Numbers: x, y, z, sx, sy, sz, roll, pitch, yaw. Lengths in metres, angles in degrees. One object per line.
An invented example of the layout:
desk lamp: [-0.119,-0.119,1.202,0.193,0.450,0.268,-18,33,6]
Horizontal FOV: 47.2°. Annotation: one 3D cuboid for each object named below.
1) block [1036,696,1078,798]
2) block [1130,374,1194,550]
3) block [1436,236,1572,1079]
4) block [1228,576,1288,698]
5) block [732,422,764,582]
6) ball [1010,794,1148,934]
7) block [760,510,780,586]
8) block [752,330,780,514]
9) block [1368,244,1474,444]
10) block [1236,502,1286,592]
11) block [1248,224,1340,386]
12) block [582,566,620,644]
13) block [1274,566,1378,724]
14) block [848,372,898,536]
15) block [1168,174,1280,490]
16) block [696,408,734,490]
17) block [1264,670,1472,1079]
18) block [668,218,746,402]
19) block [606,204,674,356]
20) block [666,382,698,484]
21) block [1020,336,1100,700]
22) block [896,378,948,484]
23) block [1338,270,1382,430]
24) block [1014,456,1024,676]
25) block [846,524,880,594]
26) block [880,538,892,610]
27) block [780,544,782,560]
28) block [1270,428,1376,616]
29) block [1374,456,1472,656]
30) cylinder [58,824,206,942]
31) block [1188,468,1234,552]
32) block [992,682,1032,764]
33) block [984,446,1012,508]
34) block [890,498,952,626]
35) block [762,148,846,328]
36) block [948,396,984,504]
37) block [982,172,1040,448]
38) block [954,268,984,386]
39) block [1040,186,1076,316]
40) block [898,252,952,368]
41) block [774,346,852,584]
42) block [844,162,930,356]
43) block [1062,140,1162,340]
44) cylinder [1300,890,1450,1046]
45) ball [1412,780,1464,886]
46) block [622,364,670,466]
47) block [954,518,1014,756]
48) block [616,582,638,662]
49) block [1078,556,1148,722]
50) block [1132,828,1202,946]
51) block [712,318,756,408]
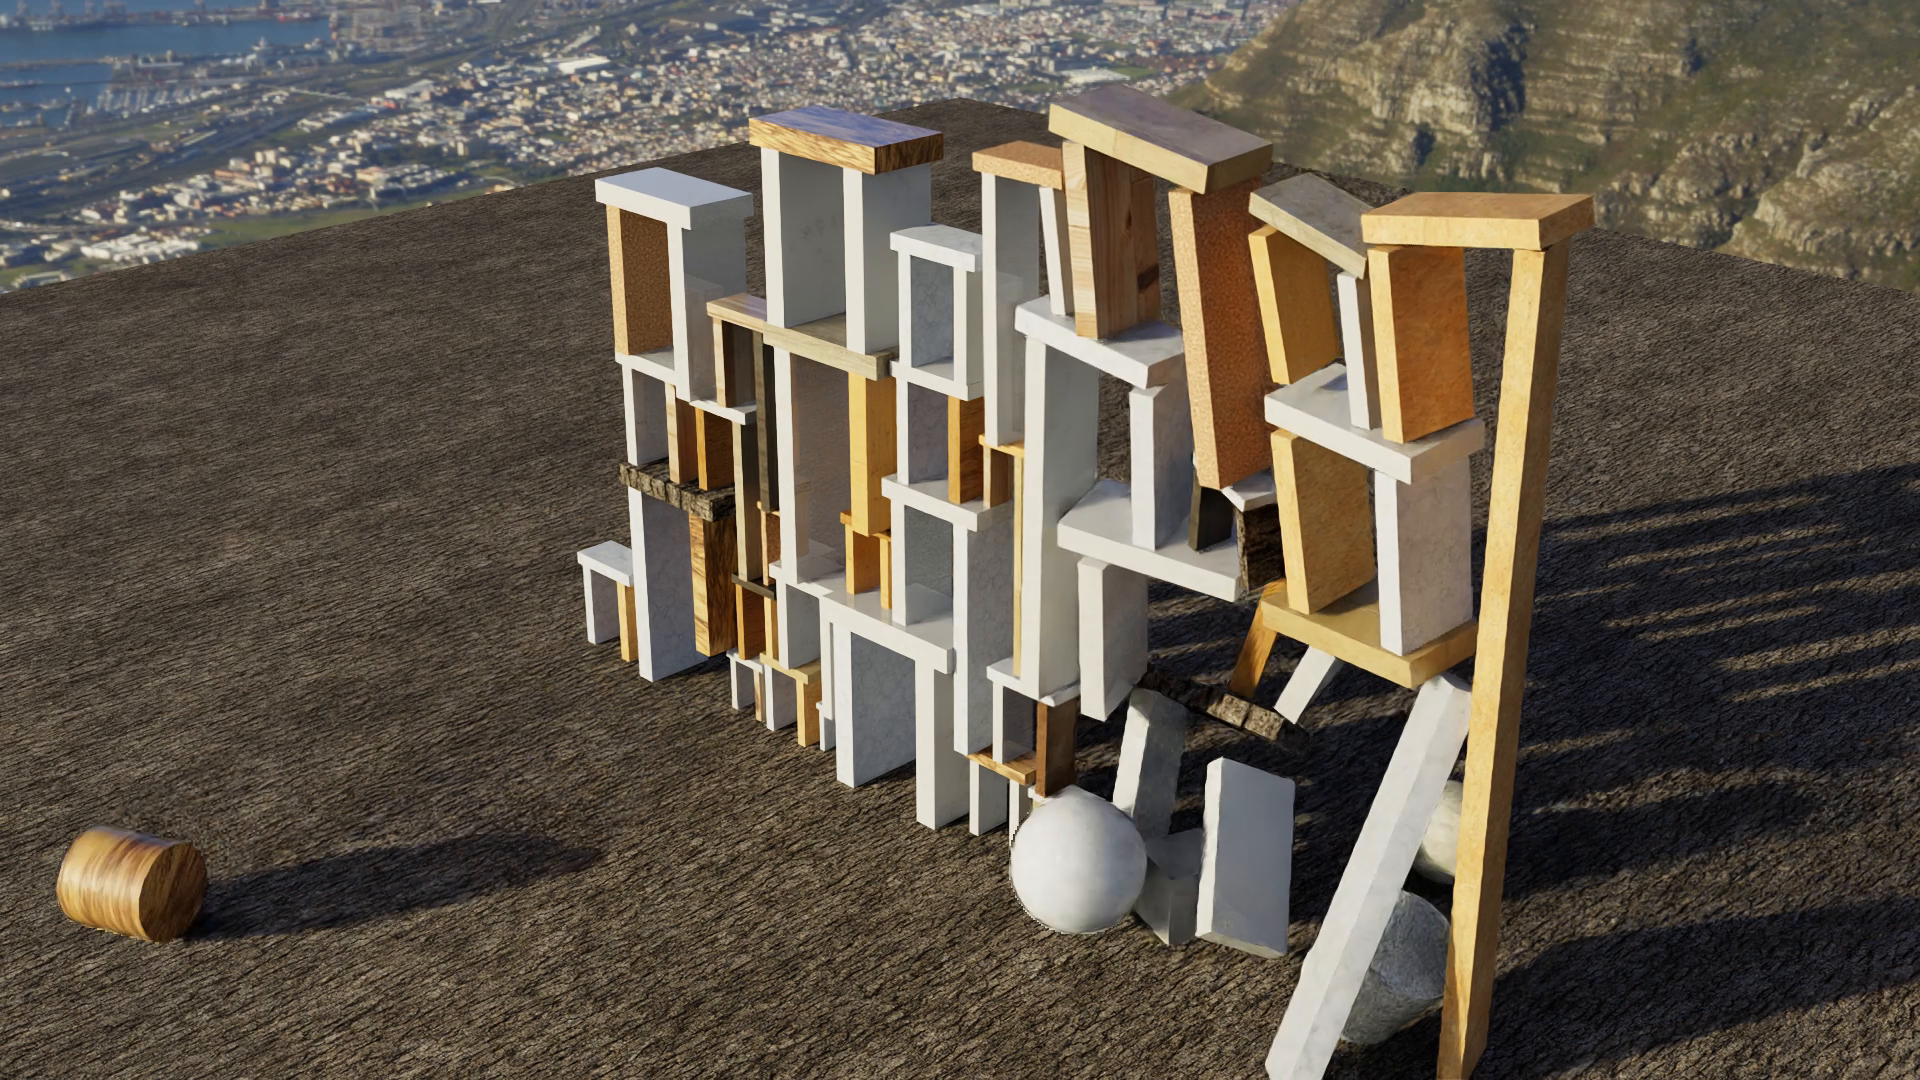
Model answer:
block: [0.184,0.384,4.191,0.024,0.200,0.086,21,31,40]
block: [0.352,-0.153,3.817,0.043,0.307,0.153,16,39,28]
block: [0.832,0.227,3.395,0.042,1.428,0.147,12,27,27]
block: [0.592,0.116,4.130,0.049,0.346,0.173,22,41,9]
block: [-0.431,-0.092,4.654,0.092,0.359,0.026,-21,31,-40]
ball: [0.215,0.587,3.989,0.249,0.249,0.249,0,23,0]
block: [-0.395,0.009,4.657,0.050,0.172,0.014,-21,31,-41]
block: [-0.372,-0.252,4.514,0.027,0.390,0.095,20,30,40]
block: [0.691,-0.307,3.288,0.147,0.294,0.042,-20,23,-27]
block: [0.512,0.004,3.727,0.079,0.158,0.022,-21,34,-19]
block: [0.526,-0.382,3.448,0.124,0.248,0.035,-30,29,-32]
block: [-0.834,0.139,5.182,0.028,0.196,0.098,21,31,41]
block: [0.668,0.191,3.936,0.049,0.344,0.172,38,66,13]
block: [-0.138,-0.186,4.294,0.164,0.328,0.046,-21,31,-40]
block: [0.440,-0.345,3.596,0.166,0.502,0.047,-26,28,-35]
block: [-0.517,-0.206,4.701,0.092,0.184,0.026,-21,31,-41]
block: [0.658,0.558,3.532,0.049,0.722,0.172,21,7,-2]
block: [-0.521,-0.488,4.582,0.162,0.375,0.046,-21,31,-40]
block: [-0.668,-0.572,4.714,0.162,0.325,0.046,-21,31,-40]
block: [-0.574,-0.246,4.737,0.114,0.229,0.032,-20,30,-39]
block: [0.181,-0.050,4.004,0.043,0.697,0.153,20,30,38]
block: [-0.072,-0.220,4.208,0.104,0.209,0.030,-21,31,-40]
block: [0.642,-0.306,3.354,0.124,0.247,0.035,-28,31,-31]
block: [0.128,0.044,4.107,0.017,0.442,0.060,21,31,40]
block: [-0.196,0.029,4.452,0.021,0.149,0.075,21,31,41]
block: [-0.124,0.056,4.387,0.075,0.149,0.021,-21,31,-41]
block: [-0.350,-0.008,4.604,0.050,0.101,0.014,-21,38,-41]
block: [0.595,-0.053,3.592,0.159,0.318,0.045,-26,30,-29]
block: [0.729,0.010,3.448,0.159,0.318,0.045,-25,32,-27]
cylinder: [-1.519,0.630,4.040,0.182,0.182,0.182,9,24,19]
block: [0.438,-0.062,3.806,0.079,0.158,0.022,-21,40,-27]
block: [0.103,0.340,4.260,0.024,0.172,0.086,21,31,41]
block: [0.071,-0.126,4.098,0.060,0.121,0.017,-21,31,-40]
block: [-0.074,0.027,4.317,0.037,0.258,0.129,21,31,41]
block: [-0.299,-0.604,4.292,0.175,0.350,0.050,-21,31,-40]
block: [0.026,-0.181,4.117,0.104,0.209,0.030,-21,31,-40]
block: [0.093,-0.419,3.946,0.111,0.503,0.031,-21,30,-40]
block: [0.039,-0.400,4.010,0.109,0.218,0.031,-21,31,-40]
block: [0.197,-0.508,3.783,0.111,0.221,0.031,-24,26,-38]
block: [-0.064,-0.440,4.105,0.109,0.218,0.031,-21,31,-40]
block: [-0.292,-0.167,4.470,0.164,0.500,0.046,-21,31,-40]
block: [-0.134,-0.539,4.140,0.175,0.350,0.050,-21,31,-40]
block: [0.258,-0.521,3.697,0.166,0.332,0.047,-25,29,-39]
cylinder: [0.709,0.722,3.710,0.196,0.196,0.196,13,52,-17]
ball: [0.936,0.558,4.191,0.199,0.199,0.199,0,23,0]
block: [-0.680,-0.288,4.836,0.114,0.229,0.032,-21,31,-40]
block: [0.047,0.177,4.248,0.129,0.481,0.037,-21,31,-40]
block: [-0.741,0.175,5.097,0.028,0.196,0.098,21,31,41]
block: [0.284,0.145,4.053,0.049,0.347,0.173,18,40,27]
block: [0.416,0.640,4.071,0.141,0.141,0.141,-10,25,-22]
block: [-0.461,-0.377,4.555,0.027,0.191,0.095,21,30,41]
